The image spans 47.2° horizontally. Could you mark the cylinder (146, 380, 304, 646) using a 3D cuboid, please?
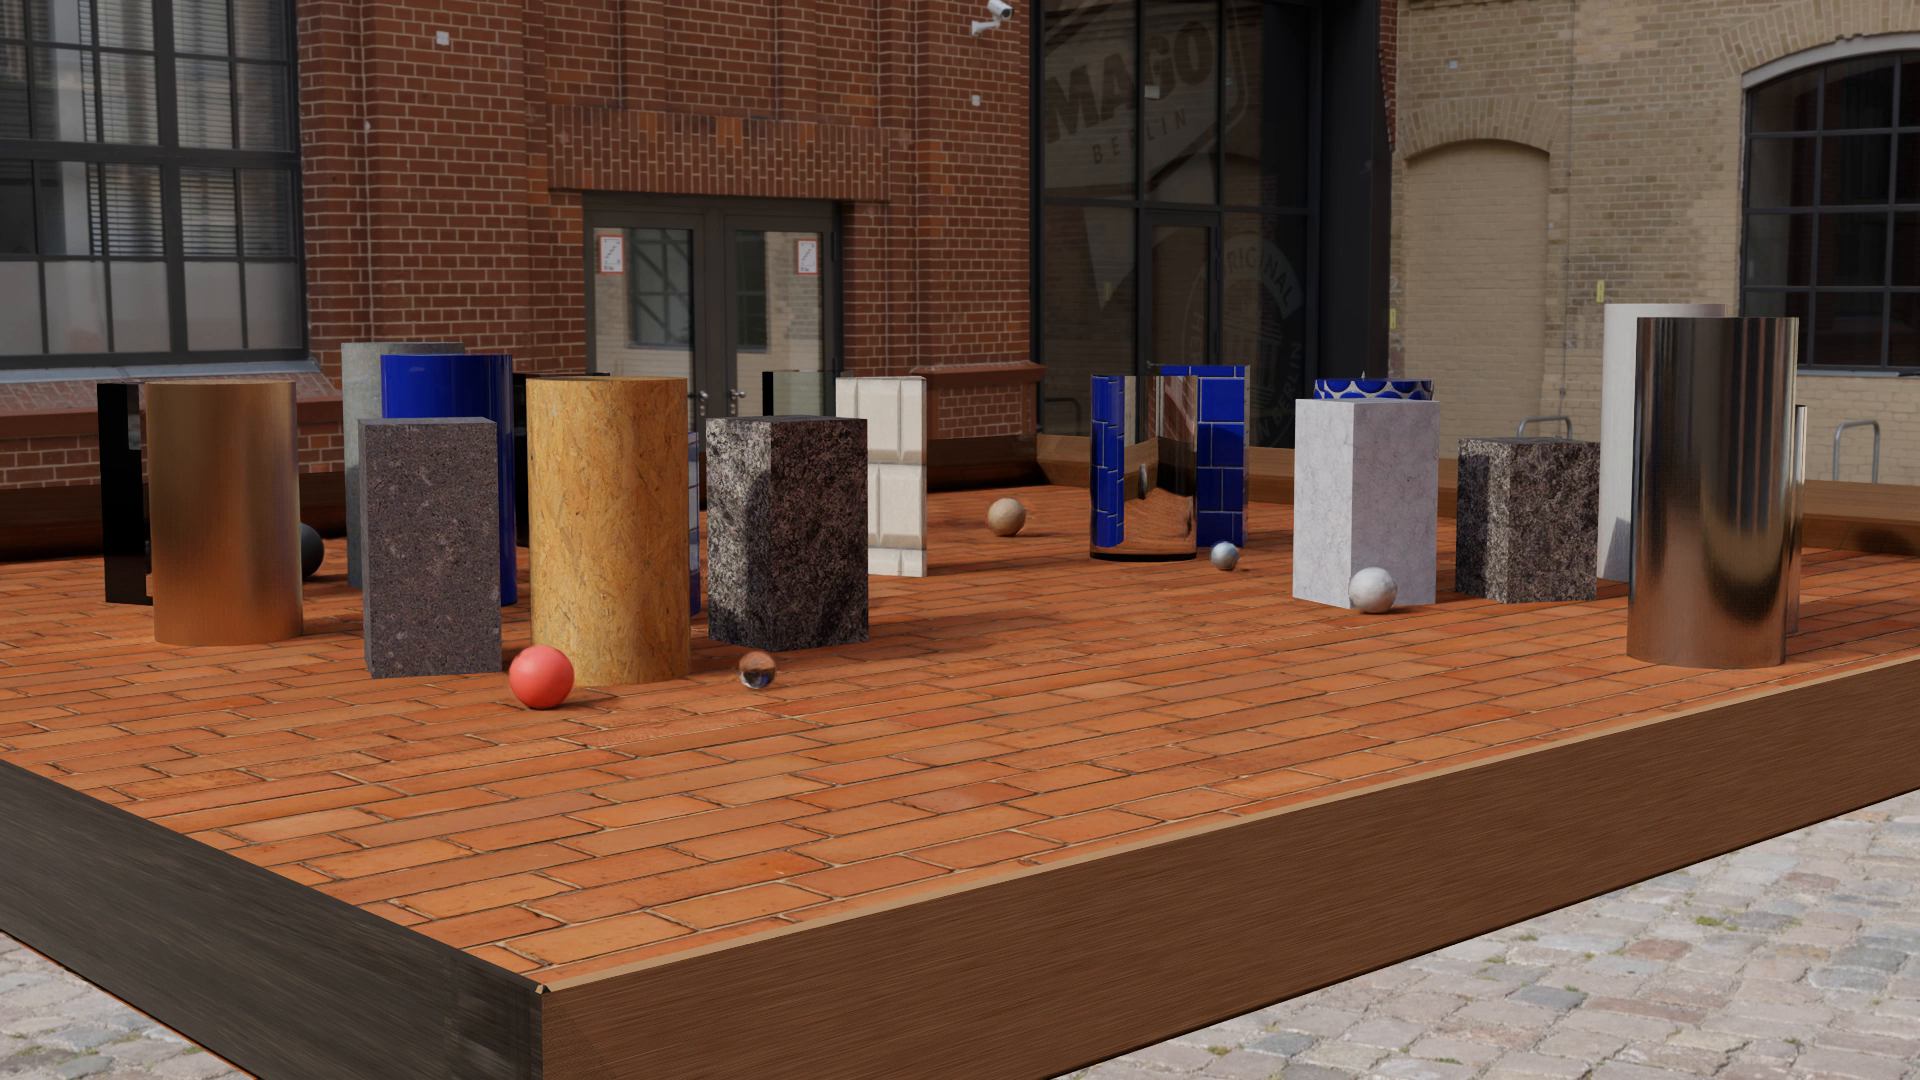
[{"bbox_3d":[-0.998,-0.041,2.989,0.194,0.347,0.194,0,6,0],"label":"cylinder"}]

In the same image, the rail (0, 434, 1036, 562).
[{"bbox_3d":[-1.042,-0.085,4.455,3.415,0.126,0.045,-6,8,-42],"label":"rail"}]

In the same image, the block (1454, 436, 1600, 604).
[{"bbox_3d":[0.880,-0.034,3.418,0.155,0.242,0.155,-2,6,-17],"label":"block"}]

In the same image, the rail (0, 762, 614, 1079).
[{"bbox_3d":[-1.238,0.152,2.196,0.045,0.126,3.122,-6,8,-42],"label":"rail"}]

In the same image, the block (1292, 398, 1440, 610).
[{"bbox_3d":[0.619,-0.060,3.361,0.155,0.307,0.155,-3,7,-24],"label":"block"}]

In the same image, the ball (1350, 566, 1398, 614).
[{"bbox_3d":[0.607,0.073,3.226,0.069,0.069,0.069,0,6,0],"label":"ball"}]

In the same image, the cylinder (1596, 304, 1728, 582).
[{"bbox_3d":[1.160,-0.163,3.640,0.194,0.453,0.194,0,6,0],"label":"cylinder"}]

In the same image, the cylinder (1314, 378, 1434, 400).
[{"bbox_3d":[0.677,-0.098,3.611,0.194,0.330,0.194,0,6,0],"label":"cylinder"}]

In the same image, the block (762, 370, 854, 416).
[{"bbox_3d":[-0.299,-0.174,4.370,0.155,0.323,0.155,1,6,7],"label":"block"}]

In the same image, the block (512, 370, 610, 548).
[{"bbox_3d":[-0.770,-0.154,4.169,0.155,0.325,0.155,-6,8,-44],"label":"block"}]

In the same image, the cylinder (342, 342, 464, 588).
[{"bbox_3d":[-0.898,-0.124,3.569,0.194,0.390,0.194,0,6,0],"label":"cylinder"}]

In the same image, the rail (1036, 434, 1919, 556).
[{"bbox_3d":[1.238,-0.086,4.468,0.045,0.126,3.122,-6,8,-42],"label":"rail"}]

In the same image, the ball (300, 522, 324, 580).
[{"bbox_3d":[-1.097,0.018,3.619,0.097,0.097,0.097,0,6,0],"label":"ball"}]

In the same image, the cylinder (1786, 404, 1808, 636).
[{"bbox_3d":[1.075,-0.033,3.074,0.194,0.312,0.194,0,6,0],"label":"cylinder"}]

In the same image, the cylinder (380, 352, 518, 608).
[{"bbox_3d":[-0.771,-0.091,3.321,0.194,0.377,0.194,0,6,0],"label":"cylinder"}]

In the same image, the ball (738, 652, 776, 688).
[{"bbox_3d":[-0.240,0.153,2.588,0.044,0.044,0.044,0,6,0],"label":"ball"}]

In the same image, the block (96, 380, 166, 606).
[{"bbox_3d":[-1.198,-0.074,3.370,0.155,0.333,0.155,3,7,25],"label":"block"}]

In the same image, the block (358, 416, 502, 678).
[{"bbox_3d":[-0.661,0.005,2.738,0.155,0.307,0.155,-2,6,-18],"label":"block"}]

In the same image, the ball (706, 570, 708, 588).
[{"bbox_3d":[-0.344,0.058,3.320,0.080,0.080,0.080,0,6,0],"label":"ball"}]

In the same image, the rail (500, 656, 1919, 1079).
[{"bbox_3d":[1.042,0.151,2.209,3.415,0.126,0.045,-6,8,-42],"label":"rail"}]

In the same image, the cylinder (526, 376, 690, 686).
[{"bbox_3d":[-0.428,-0.016,2.684,0.194,0.361,0.194,0,6,0],"label":"cylinder"}]

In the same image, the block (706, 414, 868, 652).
[{"bbox_3d":[-0.232,-0.014,2.952,0.155,0.299,0.155,-5,8,-39],"label":"block"}]

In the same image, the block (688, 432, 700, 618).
[{"bbox_3d":[-0.469,-0.019,3.164,0.155,0.265,0.155,1,6,7],"label":"block"}]

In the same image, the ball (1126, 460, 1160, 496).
[{"bbox_3d":[0.438,-0.147,5.239,0.088,0.088,0.088,0,6,0],"label":"ball"}]

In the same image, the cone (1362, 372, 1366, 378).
[{"bbox_3d":[0.710,-0.131,3.883,0.194,0.338,0.194,0,6,0],"label":"cone"}]

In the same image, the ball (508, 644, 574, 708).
[{"bbox_3d":[-0.468,0.153,2.459,0.071,0.071,0.071,0,6,0],"label":"ball"}]

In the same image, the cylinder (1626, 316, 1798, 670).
[{"bbox_3d":[0.956,-0.065,2.800,0.194,0.434,0.194,0,6,0],"label":"cylinder"}]

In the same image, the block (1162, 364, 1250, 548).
[{"bbox_3d":[0.468,-0.163,4.192,0.155,0.338,0.155,1,6,11],"label":"block"}]

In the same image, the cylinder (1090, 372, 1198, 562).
[{"bbox_3d":[0.331,-0.134,3.958,0.194,0.328,0.194,0,6,0],"label":"cylinder"}]

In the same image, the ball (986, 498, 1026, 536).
[{"bbox_3d":[0.091,-0.045,4.324,0.076,0.076,0.076,0,6,0],"label":"ball"}]

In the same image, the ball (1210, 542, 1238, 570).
[{"bbox_3d":[0.453,0.028,3.764,0.048,0.048,0.048,0,6,0],"label":"ball"}]

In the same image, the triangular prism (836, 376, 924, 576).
[{"bbox_3d":[-0.103,-0.113,3.754,0.168,0.330,0.145,3,7,25],"label":"triangular prism"}]
